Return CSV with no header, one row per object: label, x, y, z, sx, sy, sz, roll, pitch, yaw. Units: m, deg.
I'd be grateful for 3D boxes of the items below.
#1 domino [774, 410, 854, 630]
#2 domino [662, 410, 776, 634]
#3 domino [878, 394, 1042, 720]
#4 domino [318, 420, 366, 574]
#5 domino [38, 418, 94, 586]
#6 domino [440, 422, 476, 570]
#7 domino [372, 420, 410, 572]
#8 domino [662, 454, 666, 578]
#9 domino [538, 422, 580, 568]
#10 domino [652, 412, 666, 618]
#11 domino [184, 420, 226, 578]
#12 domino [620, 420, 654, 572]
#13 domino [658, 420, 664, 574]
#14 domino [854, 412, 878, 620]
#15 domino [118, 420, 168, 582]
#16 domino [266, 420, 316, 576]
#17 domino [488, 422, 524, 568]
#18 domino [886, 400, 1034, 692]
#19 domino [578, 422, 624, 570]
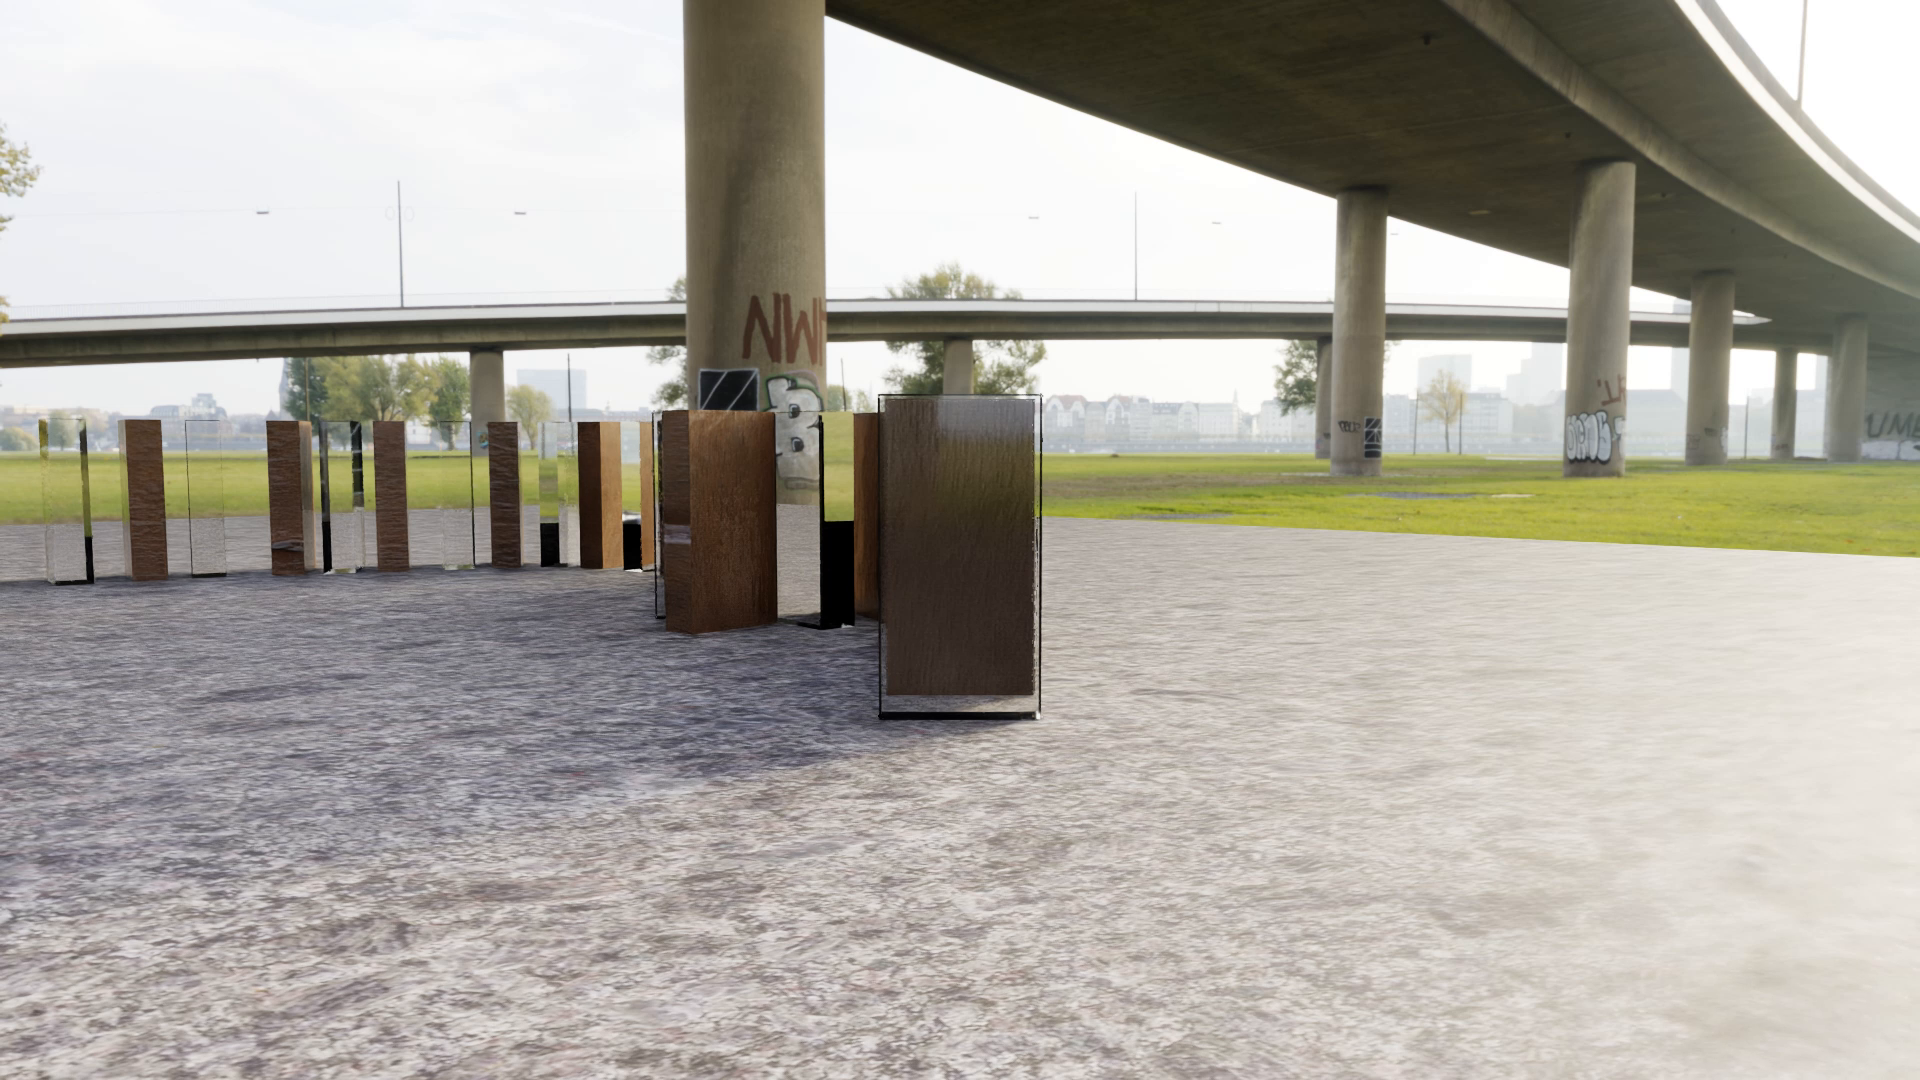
domino,-0.036,-0.005,0.304,0.010,0.050,0.025,-4,6,-39
domino,-0.055,-0.005,0.297,0.009,0.050,0.025,4,6,40
domino,0.000,0.002,0.201,0.025,0.050,0.009,0,4,0
domino,-0.208,-0.015,0.432,0.009,0.050,0.025,-1,4,-17
domino,-0.275,-0.012,0.395,0.009,0.050,0.025,-4,6,-41
domino,-0.174,-0.016,0.445,0.010,0.050,0.025,-2,5,-23
domino,-0.193,-0.015,0.437,0.009,0.050,0.025,-2,5,-22
domino,-0.065,-0.008,0.341,0.025,0.050,0.010,0,4,-5
domino,-0.139,-0.016,0.452,0.009,0.050,0.025,0,4,6
domino,-0.063,-0.006,0.317,0.025,0.050,0.010,-1,4,-10
domino,-0.245,-0.014,0.417,0.010,0.050,0.025,-2,5,-30
domino,-0.102,-0.015,0.436,0.009,0.050,0.025,3,5,36
domino,-0.085,-0.014,0.421,0.025,0.050,0.009,-3,5,-38
domino,-0.020,-0.006,0.318,0.010,0.050,0.025,-2,5,-27
domino,-0.260,-0.013,0.408,0.010,0.050,0.025,-3,5,-37
domino,-0.222,-0.014,0.427,0.009,0.050,0.025,-1,5,-19
domino,-0.159,-0.016,0.451,0.009,0.050,0.025,-1,4,-16
domino,0.000,0.001,0.224,0.025,0.050,0.009,0,4,0
domino,-0.121,-0.016,0.448,0.009,0.050,0.025,2,5,23
